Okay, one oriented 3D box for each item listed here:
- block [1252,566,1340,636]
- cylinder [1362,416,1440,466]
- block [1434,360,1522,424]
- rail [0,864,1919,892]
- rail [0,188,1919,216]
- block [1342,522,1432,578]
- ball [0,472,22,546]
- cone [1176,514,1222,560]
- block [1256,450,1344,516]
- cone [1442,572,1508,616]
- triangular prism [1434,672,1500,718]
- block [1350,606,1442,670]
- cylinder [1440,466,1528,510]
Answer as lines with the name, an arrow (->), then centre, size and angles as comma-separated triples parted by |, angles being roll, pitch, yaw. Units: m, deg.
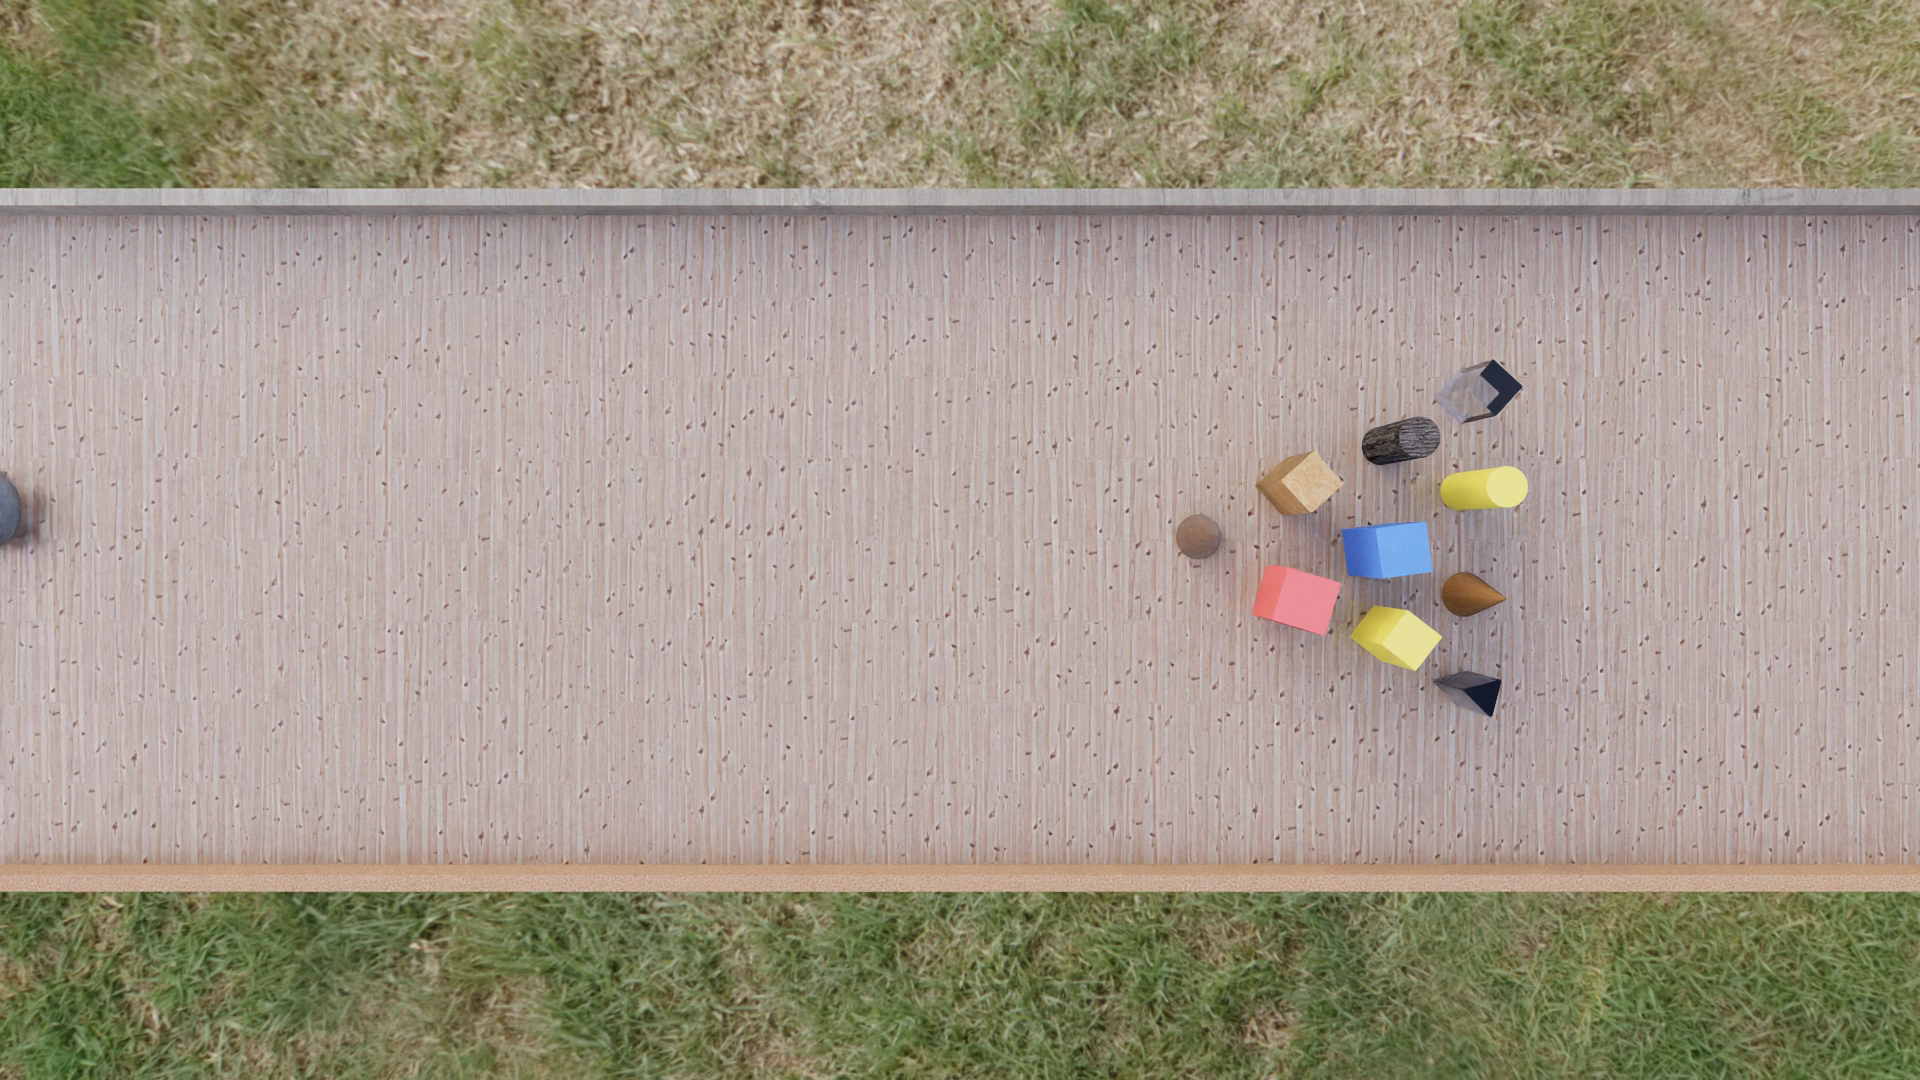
block -> 0.996, 0.177, 4.908 | 0.159, 0.338, 0.159 | 17, 90, 0
cylinder -> 1.295, -0.289, 4.860 | 0.117, 0.434, 0.117 | 0, 90, 0
block -> 1.540, -0.439, 4.914 | 0.117, 0.326, 0.117 | 43, 90, 0
rail -> -2.247, 1.025, 5.001 | 12.000, 0.150, 0.050 | 0, 90, 0
rail -> -2.247, -1.025, 5.002 | 12.000, 0.150, 0.050 | 0, 90, 0
block -> 1.255, 0.029, 4.868 | 0.143, 0.416, 0.143 | -8, 90, 0
ball -> -2.973, -0.093, 4.931 | 0.292, 0.292, 0.292 | 0, 90, 0
cone -> 0.734, -0.010, 4.887 | 0.140, 0.378, 0.140 | 0, 90, 0
block -> 0.998, -0.164, 4.871 | 0.126, 0.411, 0.126 | -42, 90, 0
cone -> 1.552, 0.167, 4.874 | 0.138, 0.405, 0.138 | 0, 90, 0
triangular prism -> 1.528, 0.438, 4.919 | 0.111, 0.315, 0.096 | 45, 90, 0
block -> 1.285, 0.286, 4.882 | 0.123, 0.388, 0.123 | 38, 90, 0
cylinder -> 1.536, -0.149, 4.854 | 0.116, 0.446, 0.116 | 0, 90, 0
